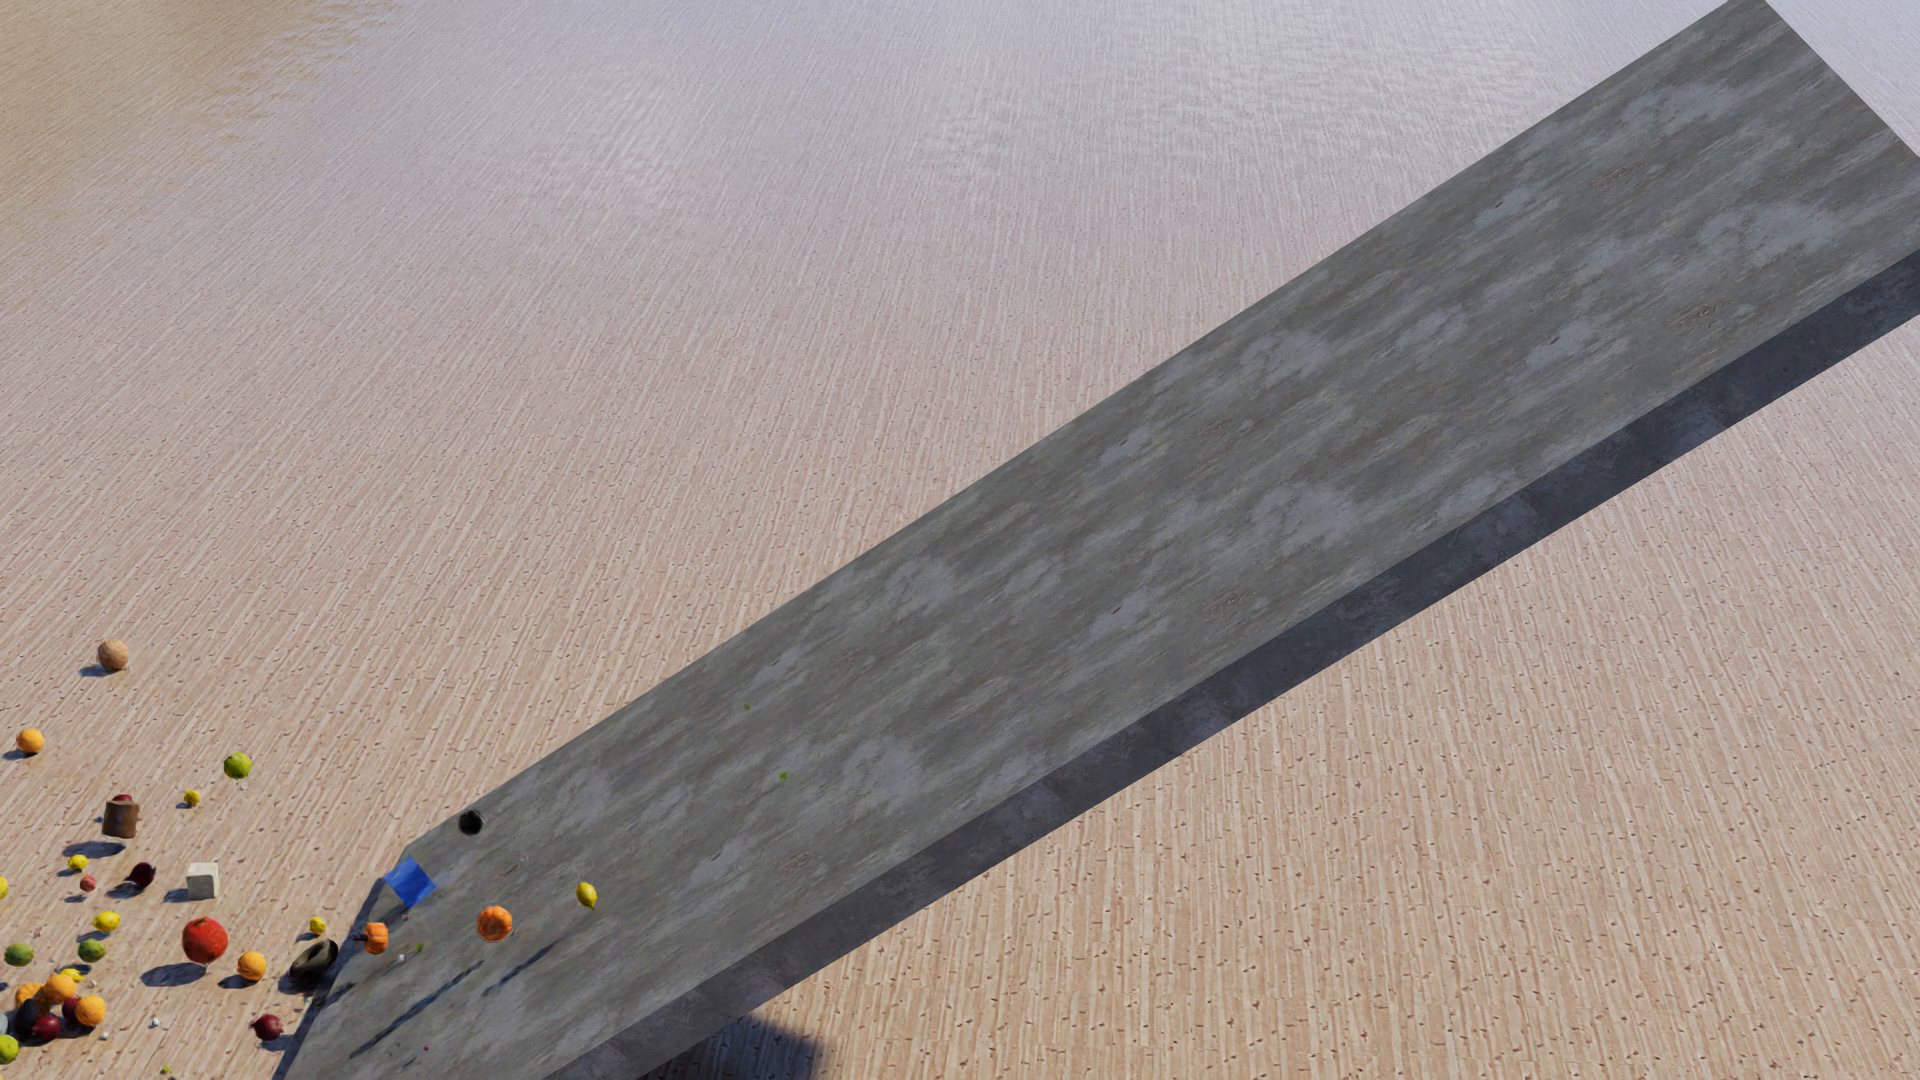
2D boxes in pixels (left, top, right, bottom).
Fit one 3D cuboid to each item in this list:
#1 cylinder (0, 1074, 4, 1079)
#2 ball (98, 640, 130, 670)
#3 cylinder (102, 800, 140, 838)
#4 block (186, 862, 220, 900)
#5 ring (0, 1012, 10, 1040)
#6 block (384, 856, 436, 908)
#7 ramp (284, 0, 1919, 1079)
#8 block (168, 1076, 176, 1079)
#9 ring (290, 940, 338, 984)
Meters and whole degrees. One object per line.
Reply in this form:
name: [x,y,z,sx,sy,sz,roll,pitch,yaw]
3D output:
cylinder: [-2.200,1.256,6.713,0.055,0.055,0.055,-18,53,-39]
ball: [-2.591,0.351,9.000,0.094,0.094,0.094,0,21,0]
cylinder: [-2.252,0.748,7.891,0.088,0.088,0.088,8,1,0]
block: [-1.972,0.888,7.661,0.068,0.068,0.068,-1,21,-3]
ring: [-2.331,1.162,6.993,0.139,0.046,0.139,0,22,0]
block: [-1.354,0.843,7.243,0.084,0.084,0.084,-40,16,-12]
ramp: [0.135,0.174,6.306,4.000,0.100,2.000,-32,16,15]
block: [-1.762,1.265,6.590,0.077,0.077,0.077,-44,28,-3]
ring: [-1.591,1.039,7.246,0.135,0.045,0.135,-31,18,11]
